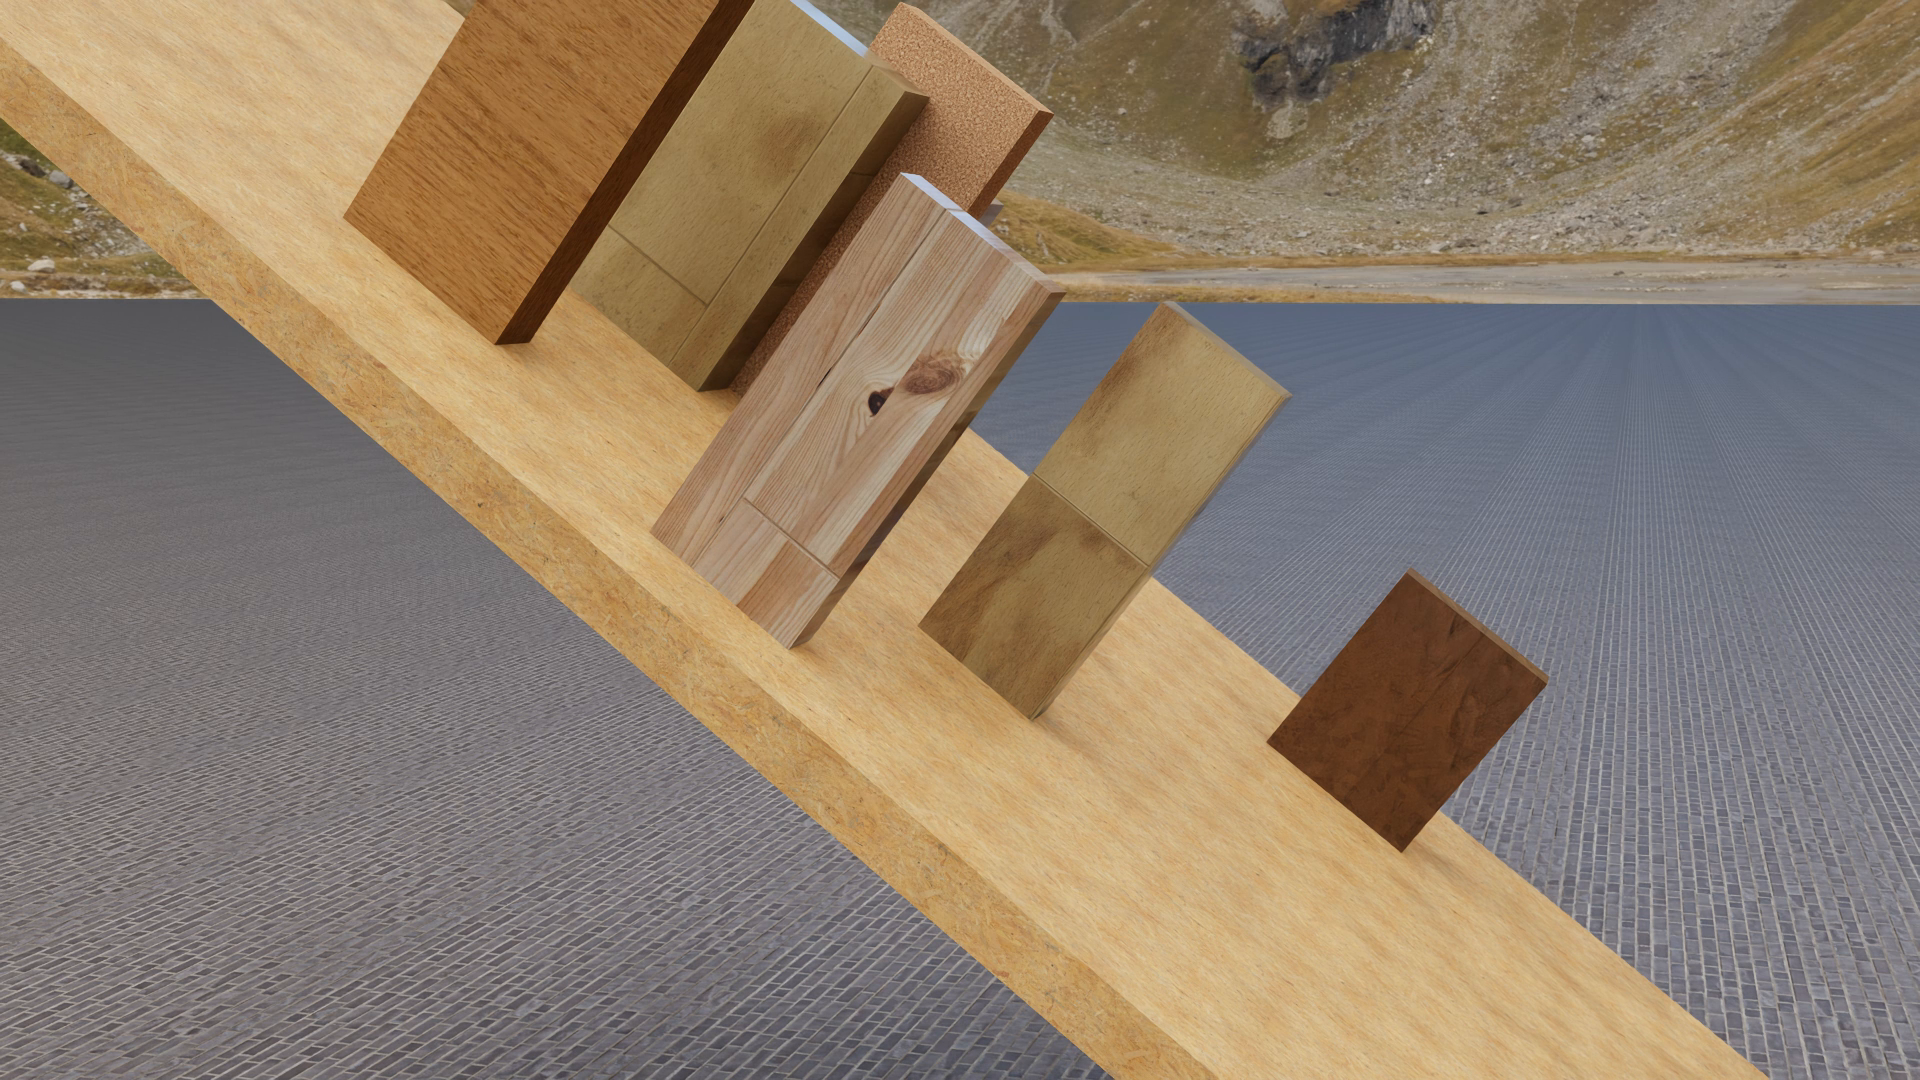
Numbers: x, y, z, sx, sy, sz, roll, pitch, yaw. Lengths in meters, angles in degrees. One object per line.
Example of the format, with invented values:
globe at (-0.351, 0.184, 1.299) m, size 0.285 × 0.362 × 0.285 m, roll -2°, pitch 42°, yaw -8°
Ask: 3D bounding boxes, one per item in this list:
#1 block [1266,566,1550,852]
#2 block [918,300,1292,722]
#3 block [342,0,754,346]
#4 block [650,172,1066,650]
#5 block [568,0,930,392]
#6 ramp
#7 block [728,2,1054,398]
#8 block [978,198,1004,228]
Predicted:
block at (0.890, 0.338, 4.386) m, size 0.344 × 0.447 × 0.088 m, roll 39°, pitch 16°, yaw 9°
block at (0.235, -0.045, 3.640) m, size 0.252 × 0.685 × 0.093 m, roll 39°, pitch 16°, yaw 9°
block at (-0.650, -0.721, 3.546) m, size 0.343 × 0.756 × 0.119 m, roll 39°, pitch 16°, yaw 9°
block at (-0.157, -0.185, 3.243) m, size 0.280 × 0.664 × 0.091 m, roll 39°, pitch 16°, yaw 9°
block at (-0.399, -0.644, 4.023) m, size 0.346 × 0.667 × 0.143 m, roll 39°, pitch 16°, yaw 9°
ramp at (-0.047, 0.105, 4.062) m, size 4.000 × 0.100 × 2.000 m, roll 39°, pitch 16°, yaw 9°
block at (-0.189, -0.581, 4.107) m, size 0.328 × 0.768 × 0.109 m, roll 39°, pitch 16°, yaw 9°
block at (-0.195, -0.696, 5.000) m, size 0.388 × 0.453 × 0.119 m, roll 39°, pitch 16°, yaw 9°
